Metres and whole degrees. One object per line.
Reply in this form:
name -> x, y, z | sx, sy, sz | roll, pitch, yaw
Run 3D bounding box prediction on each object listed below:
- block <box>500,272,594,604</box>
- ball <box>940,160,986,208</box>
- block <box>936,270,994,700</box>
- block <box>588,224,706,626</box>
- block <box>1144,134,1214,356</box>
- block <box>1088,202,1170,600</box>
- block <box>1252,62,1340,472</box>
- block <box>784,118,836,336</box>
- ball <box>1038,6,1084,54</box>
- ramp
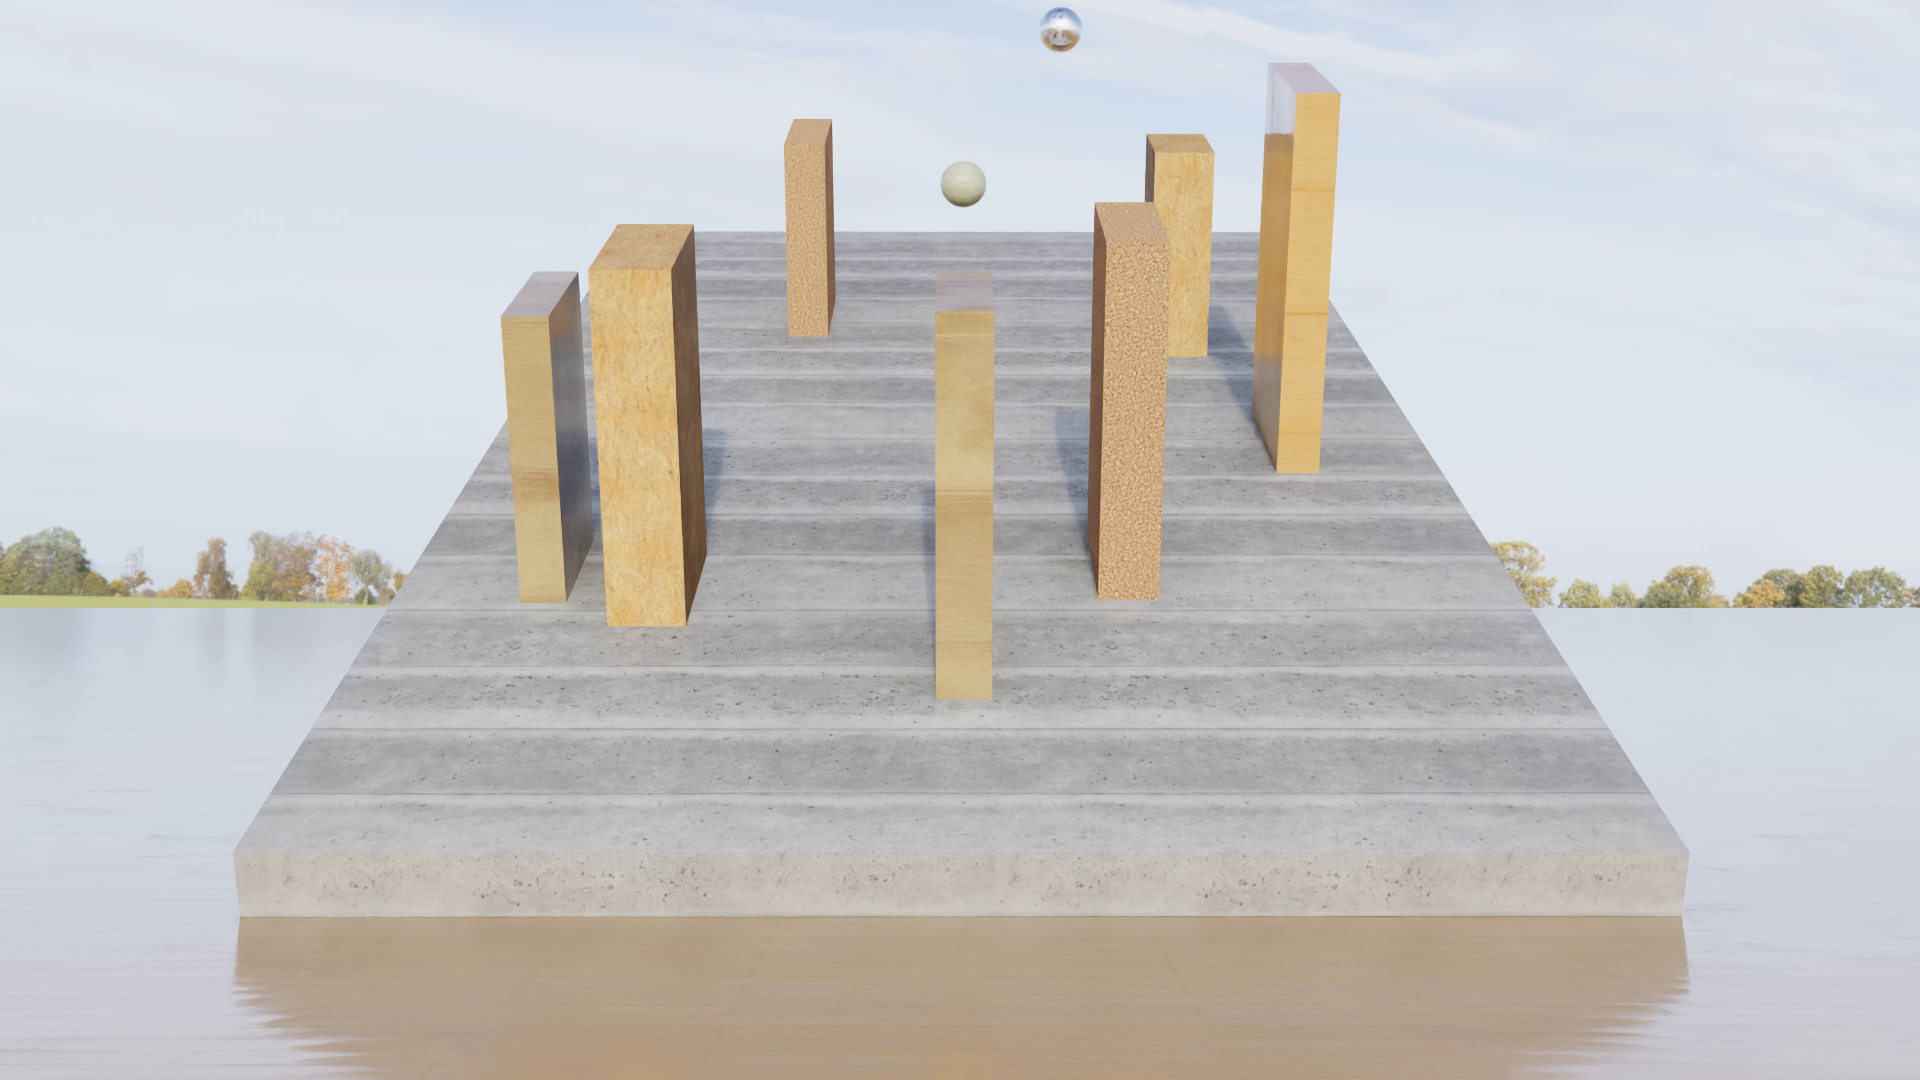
block -> -0.732, -0.188, 4.047 | 0.080, 0.518, 0.329 | 0, 20, 0
ball -> 0.010, -1.085, 6.902 | 0.142, 0.142, 0.142 | 0, -2, 0
block -> 0.006, -0.090, 3.613 | 0.089, 0.631, 0.266 | 0, 20, 0
block -> -0.537, -0.205, 3.940 | 0.134, 0.623, 0.353 | 0, 20, 0
block -> 0.532, -0.726, 5.566 | 0.141, 0.498, 0.261 | 0, 20, 0
block -> 0.298, -0.253, 4.053 | 0.107, 0.639, 0.342 | 0, 20, 0
block -> 0.697, -0.576, 4.741 | 0.087, 0.778, 0.419 | 0, 20, 0
block -> -0.382, -0.804, 5.798 | 0.100, 0.483, 0.377 | 0, 20, 0
ball -> 0.301, -1.526, 6.779 | 0.135, 0.135, 0.135 | 0, -2, 0
ramp -> -0.005, -0.206, 5.007 | 2.000, 0.100, 4.000 | 0, 20, 0
